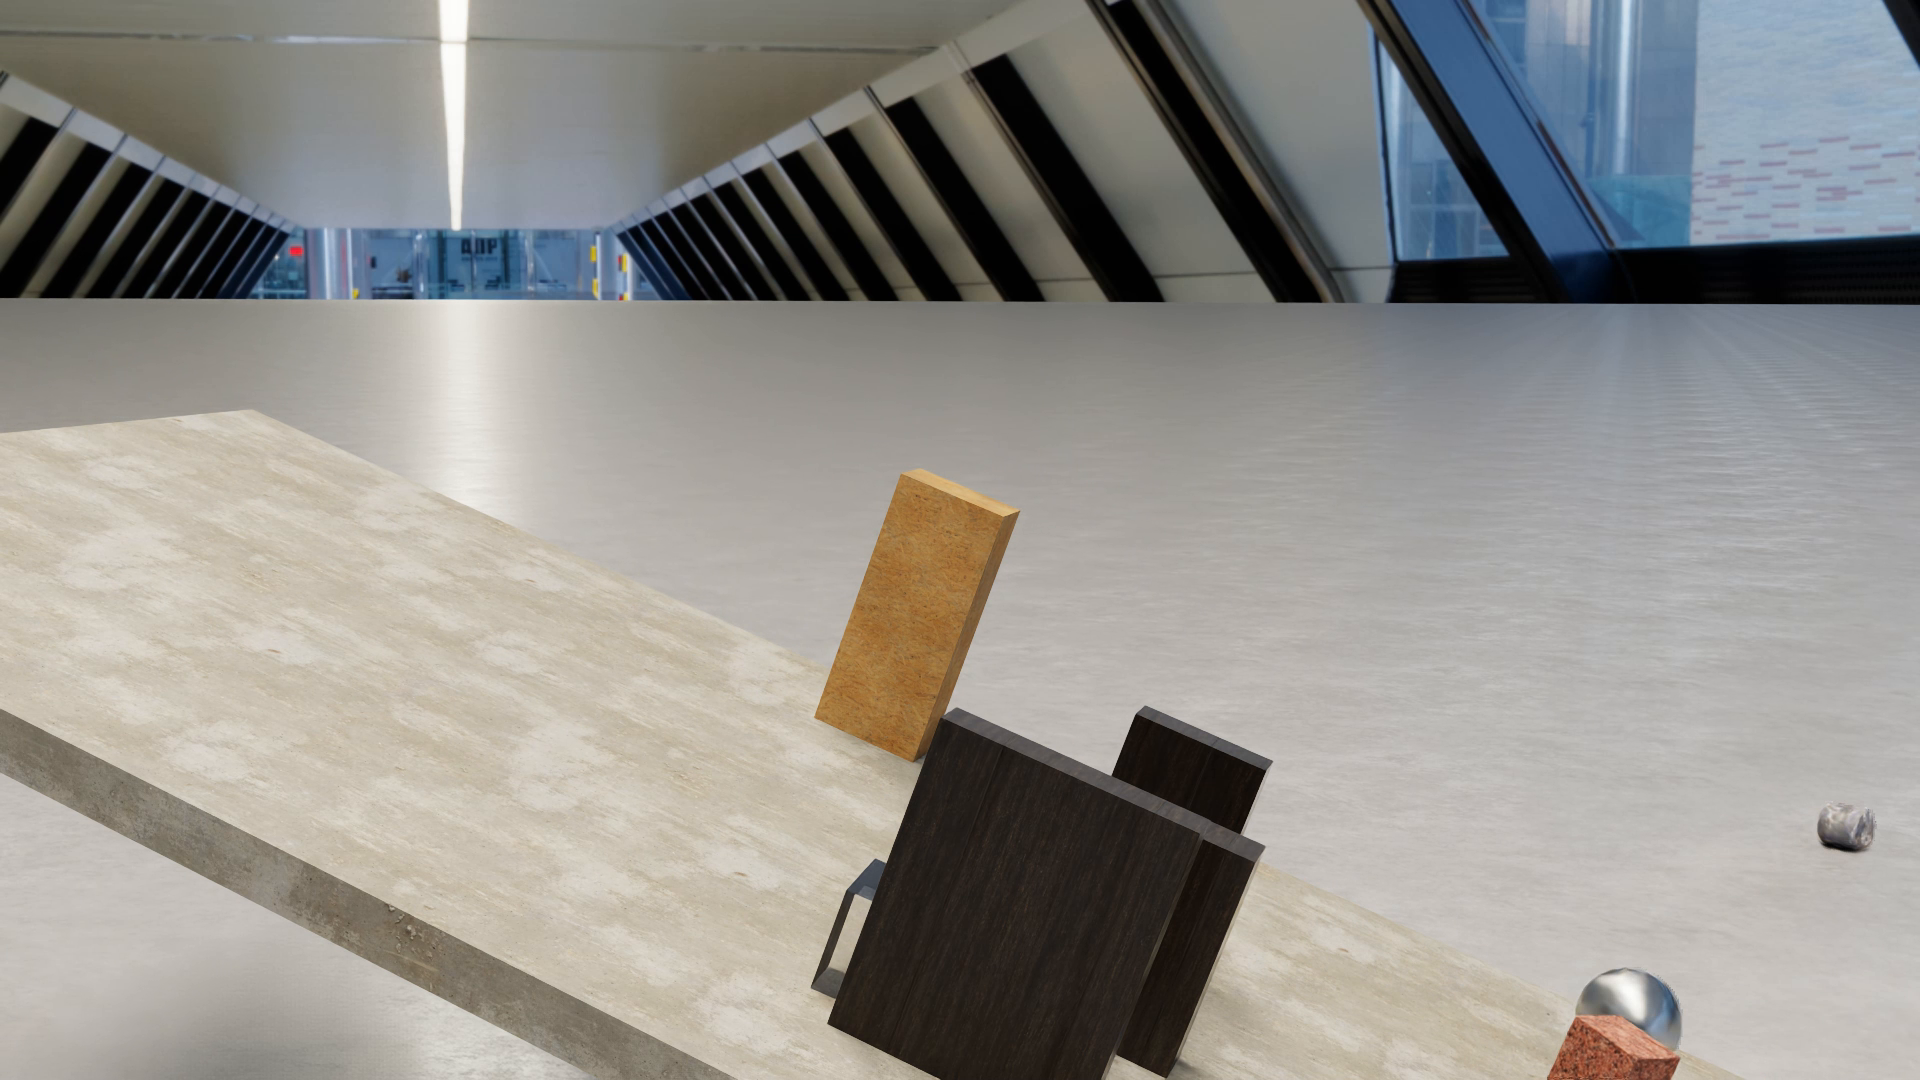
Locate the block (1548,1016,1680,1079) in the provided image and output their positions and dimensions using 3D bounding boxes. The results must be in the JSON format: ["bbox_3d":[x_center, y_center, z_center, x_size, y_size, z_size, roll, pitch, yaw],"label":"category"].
[{"bbox_3d":[1.260,1.025,4.246,0.150,0.150,0.150,10,16,-39],"label":"block"}]

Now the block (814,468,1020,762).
[{"bbox_3d":[-0.095,0.163,4.805,0.244,0.581,0.132,23,13,13],"label":"block"}]

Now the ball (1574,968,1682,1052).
[{"bbox_3d":[1.358,0.976,4.469,0.209,0.209,0.209,0,7,0],"label":"ball"}]

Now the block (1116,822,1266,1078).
[{"bbox_3d":[0.267,0.639,3.735,0.366,0.409,0.110,23,13,13],"label":"block"}]

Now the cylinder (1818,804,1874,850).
[{"bbox_3d":[2.870,0.929,7.122,0.128,0.128,0.128,-6,10,-42],"label":"cylinder"}]

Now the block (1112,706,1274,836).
[{"bbox_3d":[0.381,0.570,4.134,0.262,0.442,0.085,23,13,13],"label":"block"}]

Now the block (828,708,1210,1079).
[{"bbox_3d":[0.084,0.589,3.373,0.427,0.533,0.083,23,13,13],"label":"block"}]

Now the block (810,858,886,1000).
[{"bbox_3d":[-0.110,0.660,3.594,0.179,0.179,0.179,22,13,9],"label":"block"}]

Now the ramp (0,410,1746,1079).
[{"bbox_3d":[-0.326,0.590,4.206,4.000,0.100,2.000,23,13,13],"label":"ramp"}]
